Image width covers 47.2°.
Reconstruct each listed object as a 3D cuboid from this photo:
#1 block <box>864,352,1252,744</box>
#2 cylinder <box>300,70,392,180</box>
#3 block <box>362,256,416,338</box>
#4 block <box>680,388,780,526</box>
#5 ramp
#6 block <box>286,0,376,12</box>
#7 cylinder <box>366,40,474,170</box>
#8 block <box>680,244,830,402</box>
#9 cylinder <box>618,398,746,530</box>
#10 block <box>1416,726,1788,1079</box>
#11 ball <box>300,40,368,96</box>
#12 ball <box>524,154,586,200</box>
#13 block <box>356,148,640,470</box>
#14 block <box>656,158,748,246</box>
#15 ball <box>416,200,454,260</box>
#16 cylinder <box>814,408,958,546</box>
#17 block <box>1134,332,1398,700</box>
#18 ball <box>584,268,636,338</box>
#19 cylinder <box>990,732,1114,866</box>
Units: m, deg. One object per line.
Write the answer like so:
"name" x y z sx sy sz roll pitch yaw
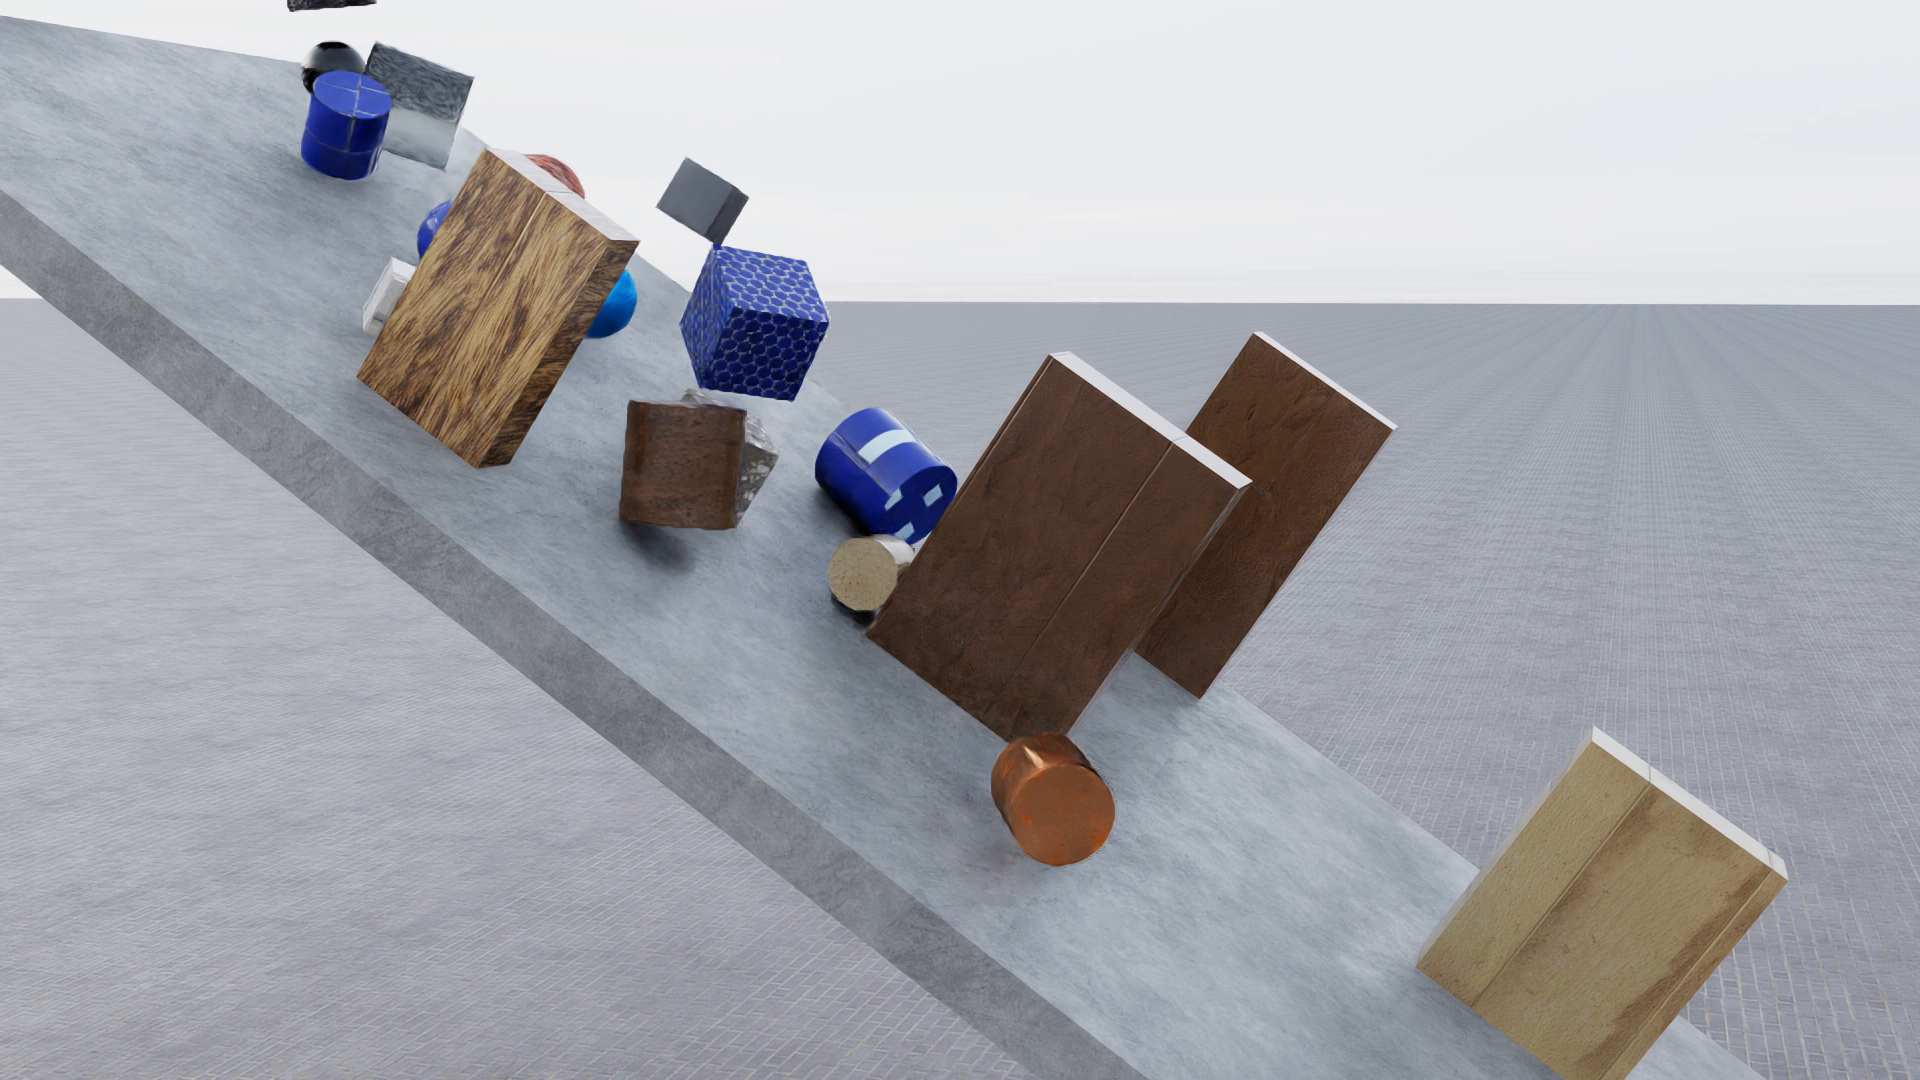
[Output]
"block" 0.167 0.033 3.818 0.392 0.597 0.141 36 15 10
"cylinder" -1.197 -0.809 4.288 0.149 0.149 0.149 16 41 -14
"block" -0.953 -0.400 3.793 0.110 0.110 0.110 26 17 -27
"block" -0.448 -0.151 3.974 0.154 0.154 0.154 24 18 -30
"ramp" -0.112 0.192 4.092 4.000 0.100 2.000 36 15 10
"block" -1.284 -1.199 4.442 0.174 0.174 0.174 -7 52 -9
"cylinder" -1.150 -0.907 4.600 0.210 0.210 0.210 18 2 -15
"block" -0.414 -0.434 4.407 0.205 0.205 0.205 7 40 -28
"cylinder" -0.458 -0.127 3.634 0.195 0.195 0.195 6 5 -1
"block" 1.154 0.677 3.980 0.404 0.530 0.142 36 15 10
"ball" -1.257 -0.939 4.416 0.130 0.130 0.130 0 7 0
"ball" -0.833 -0.661 4.323 0.195 0.195 0.195 0 7 0
"block" -0.739 -0.368 3.511 0.258 0.435 0.106 36 15 10
"block" -0.515 -0.676 4.404 0.117 0.117 0.117 32 3 9
"ball" -0.953 -0.567 4.200 0.166 0.166 0.166 0 7 0
"cylinder" -0.149 -0.124 4.402 0.204 0.204 0.204 -7 42 -47
"block" 0.578 -0.051 4.702 0.353 0.708 0.103 36 15 10
"ball" -0.731 -0.487 4.406 0.166 0.166 0.166 0 7 0
"cylinder" 0.139 0.392 3.344 0.158 0.158 0.158 -1 13 -10
